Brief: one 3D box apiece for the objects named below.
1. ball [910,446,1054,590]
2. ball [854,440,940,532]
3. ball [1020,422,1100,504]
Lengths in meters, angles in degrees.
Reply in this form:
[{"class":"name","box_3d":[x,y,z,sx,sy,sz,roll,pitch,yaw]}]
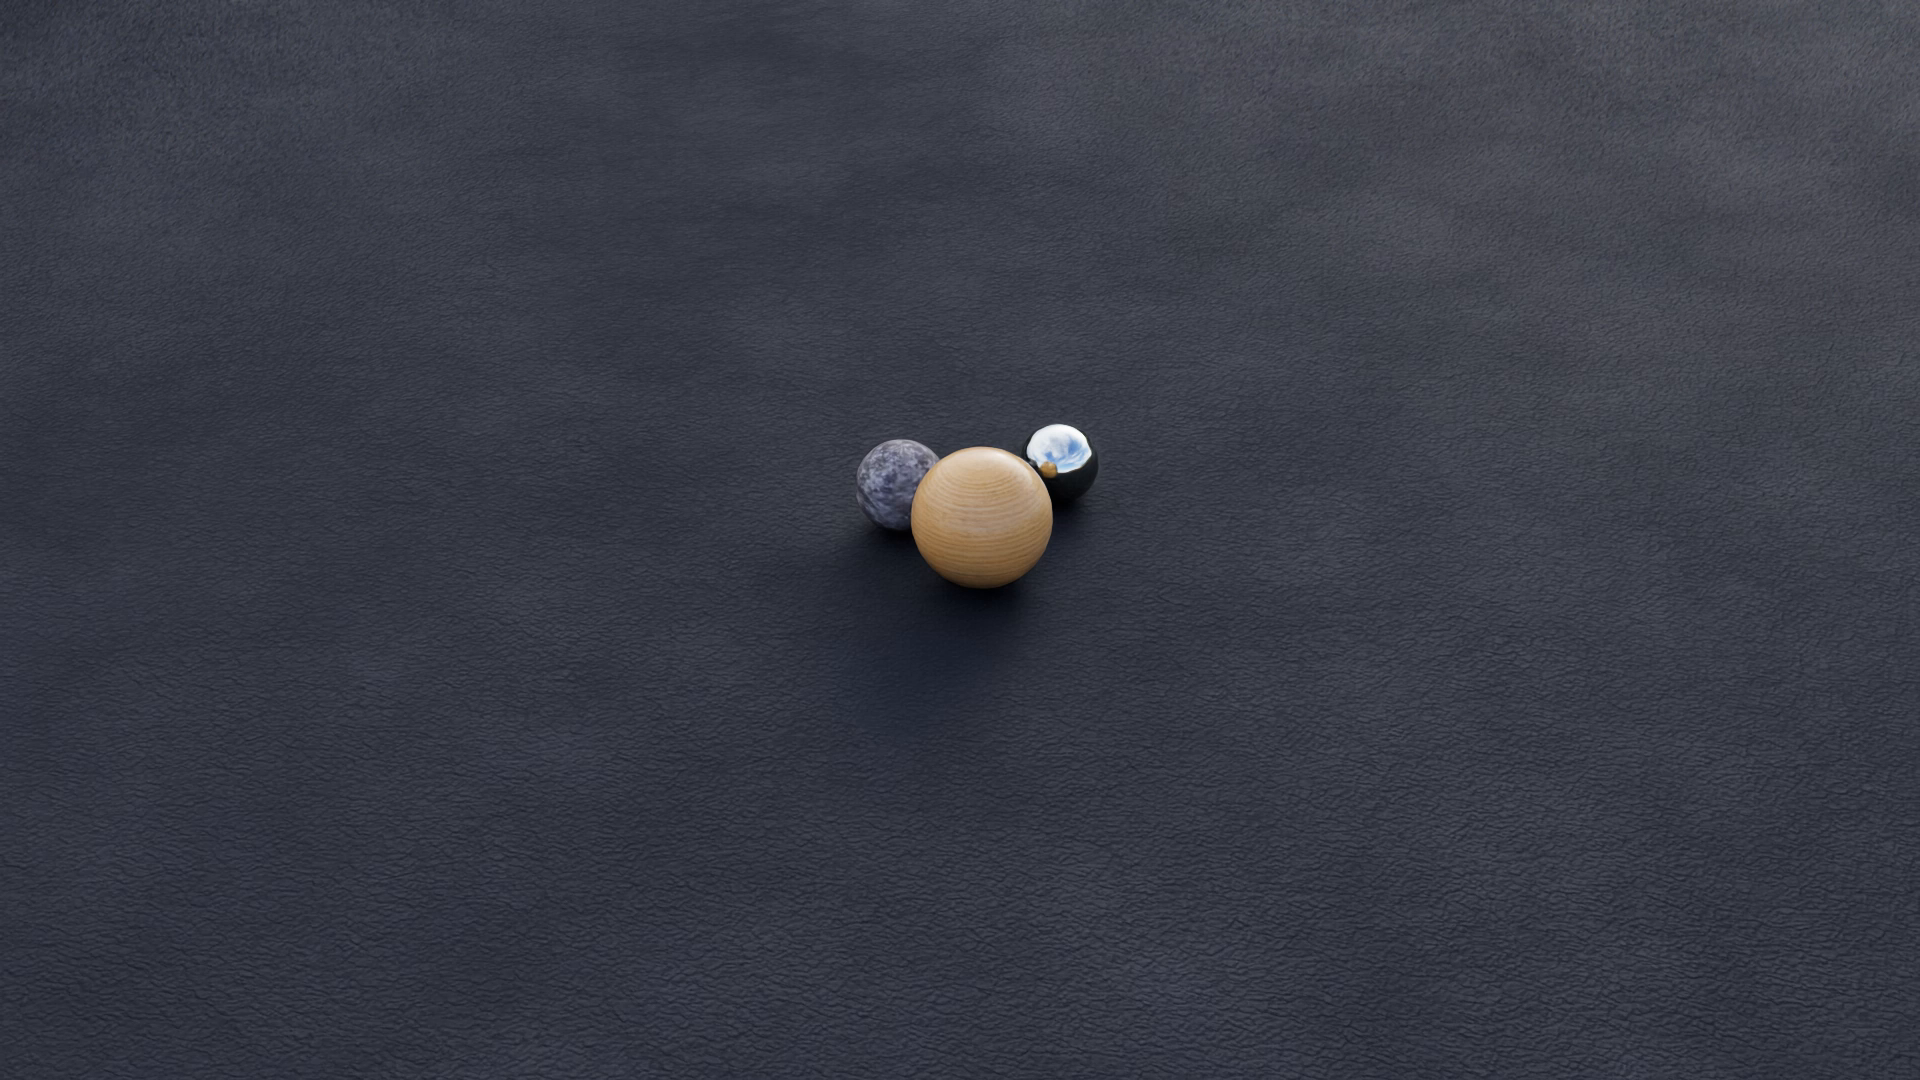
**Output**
[{"class":"ball","box_3d":[0.012,-0.012,1.574,0.076,0.076,0.076,0,31,0]},{"class":"ball","box_3d":[-0.032,-0.030,1.628,0.052,0.052,0.052,0,31,0]},{"class":"ball","box_3d":[0.056,-0.043,1.657,0.046,0.046,0.046,0,31,0]}]
